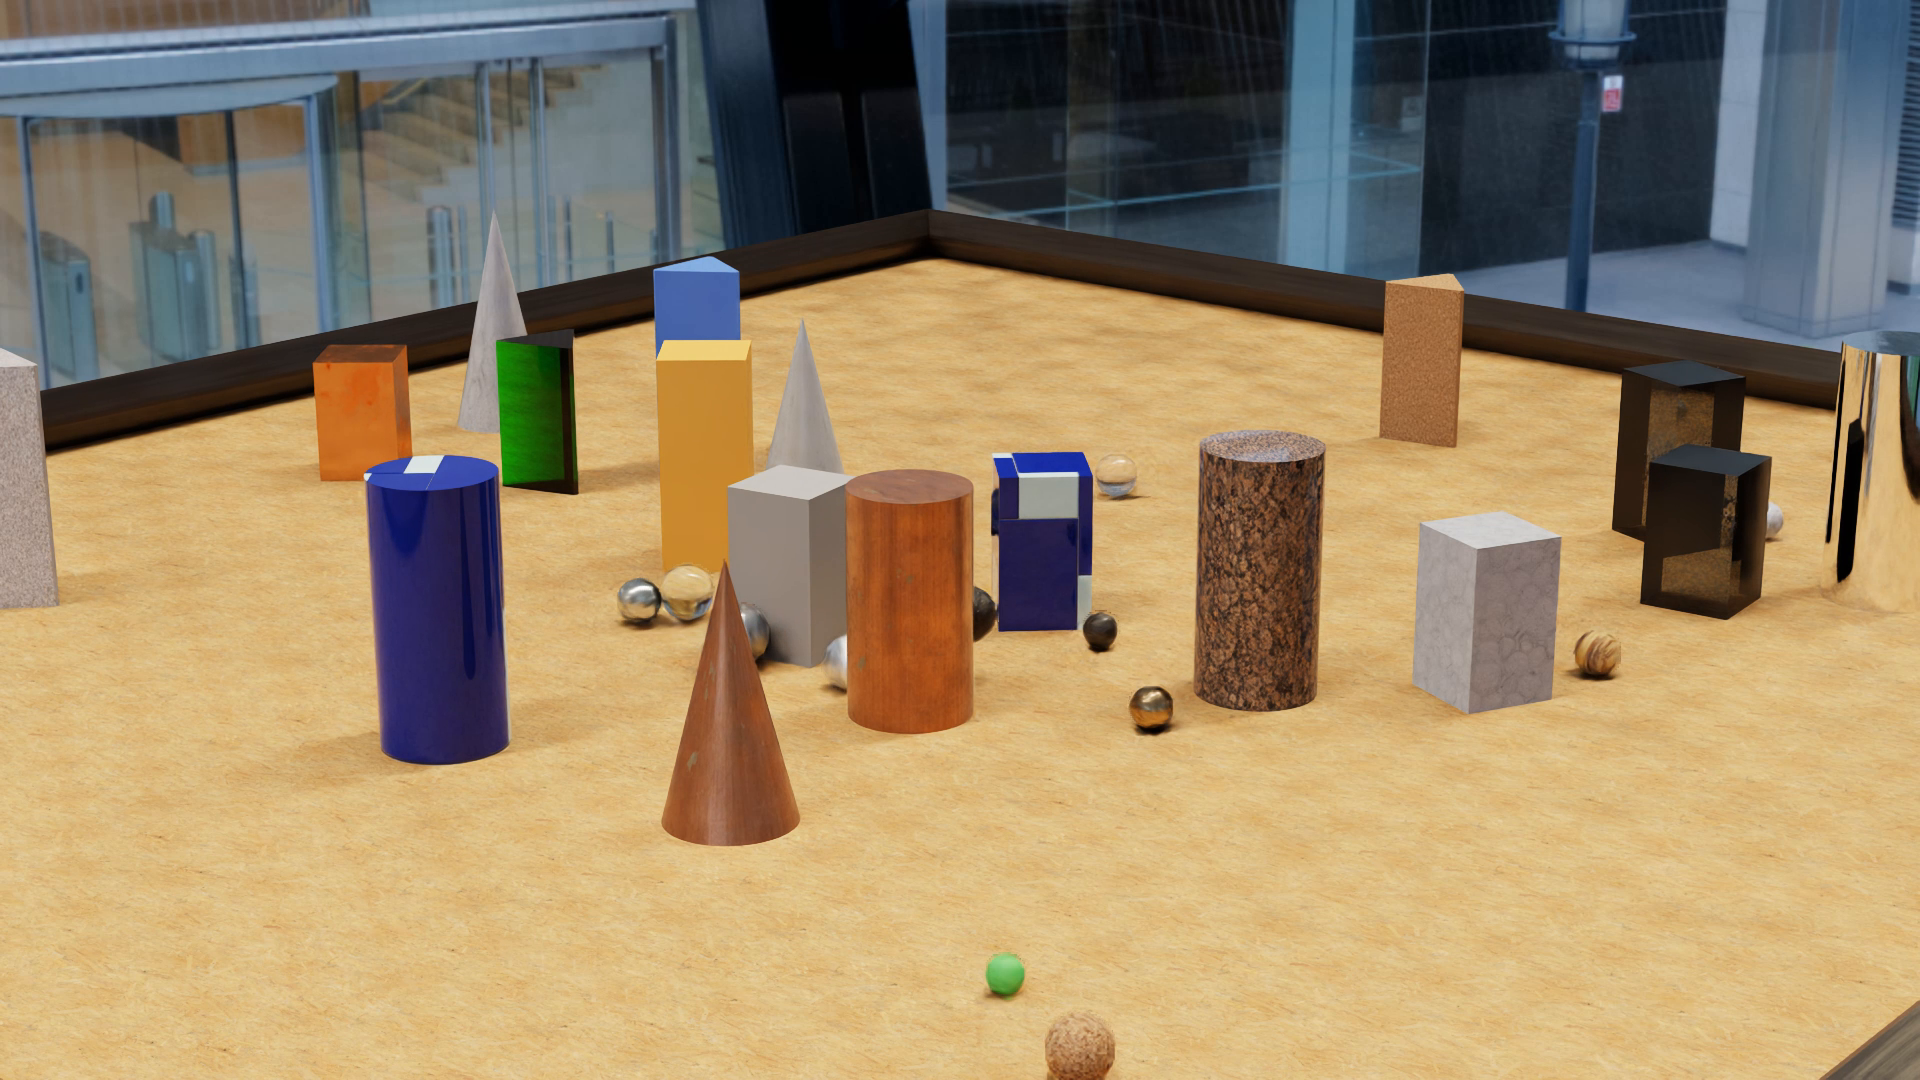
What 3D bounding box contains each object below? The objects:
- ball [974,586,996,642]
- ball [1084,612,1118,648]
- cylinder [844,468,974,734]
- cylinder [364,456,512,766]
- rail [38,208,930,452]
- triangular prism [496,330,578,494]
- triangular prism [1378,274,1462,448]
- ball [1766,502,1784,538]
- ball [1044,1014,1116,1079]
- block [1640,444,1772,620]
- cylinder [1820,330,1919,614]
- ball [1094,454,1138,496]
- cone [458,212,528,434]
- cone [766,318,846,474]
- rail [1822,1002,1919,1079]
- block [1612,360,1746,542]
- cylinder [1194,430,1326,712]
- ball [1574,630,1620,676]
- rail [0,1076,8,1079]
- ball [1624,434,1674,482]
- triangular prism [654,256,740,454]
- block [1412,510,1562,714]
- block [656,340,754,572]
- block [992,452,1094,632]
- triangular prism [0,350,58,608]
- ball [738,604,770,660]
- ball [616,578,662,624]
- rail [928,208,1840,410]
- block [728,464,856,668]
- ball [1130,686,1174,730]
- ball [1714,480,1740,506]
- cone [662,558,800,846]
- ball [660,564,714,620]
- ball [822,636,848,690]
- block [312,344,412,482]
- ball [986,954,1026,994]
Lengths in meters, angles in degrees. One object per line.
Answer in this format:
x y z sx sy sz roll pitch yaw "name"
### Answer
0.012 0.118 4.662 0.092 0.092 0.092 0 17 0 "ball"
0.233 0.149 4.854 0.058 0.058 0.058 0 17 0 "ball"
-0.077 0.093 4.510 0.196 0.365 0.196 0 17 0 "cylinder"
-0.777 0.103 4.375 0.196 0.423 0.196 0 17 0 "cylinder"
-1.534 -0.353 6.395 0.045 0.127 4.469 14 22 39 "rail"
-0.799 -0.258 5.797 0.170 0.294 0.147 7 18 22 "triangular prism"
0.992 -0.381 6.138 0.170 0.332 0.147 10 19 29 "triangular prism"
1.494 -0.038 5.450 0.072 0.072 0.072 0 17 0 "ball"
0.138 0.585 3.367 0.082 0.082 0.082 0 17 0 "ball"
1.288 -0.016 5.064 0.157 0.254 0.157 12 20 34 "block"
1.604 -0.118 5.059 0.196 0.453 0.196 0 17 0 "cylinder"
0.305 -0.127 5.725 0.084 0.084 0.084 0 17 0 "ball"
-0.979 -0.476 6.223 0.196 0.466 0.196 0 17 0 "cone"
-0.296 -0.234 5.553 0.196 0.389 0.196 0 17 0 "cone"
1.534 0.416 3.845 0.045 0.127 4.469 14 22 39 "rail"
1.331 -0.159 5.437 0.157 0.311 0.157 -8 19 -26 "block"
0.469 0.047 4.599 0.196 0.402 0.196 0 17 0 "cylinder"
1.026 0.182 4.721 0.073 0.073 0.073 0 17 0 "ball"
-1.449 0.514 3.522 4.111 0.127 0.045 14 22 39 "rail"
1.367 -0.163 5.819 0.098 0.098 0.098 0 17 0 "ball"
-0.512 -0.353 5.906 0.170 0.413 0.147 2 17 6 "triangular prism"
0.827 0.112 4.613 0.157 0.269 0.157 -8 18 -24 "block"
-0.455 -0.152 5.278 0.157 0.390 0.157 0 17 0 "block"
0.138 0.002 4.979 0.157 0.269 0.157 -1 17 -4 "block"
-1.655 -0.108 5.067 0.170 0.427 0.147 -3 17 -9 "triangular prism"
-0.357 0.153 4.754 0.097 0.097 0.097 0 17 0 "ball"
-0.544 0.103 4.963 0.076 0.076 0.076 0 17 0 "ball"
1.449 -0.450 6.718 4.111 0.127 0.045 14 22 39 "rail"
-0.270 0.041 4.821 0.157 0.284 0.157 9 19 29 "block"
0.293 0.256 4.484 0.068 0.068 0.068 0 17 0 "ball"
1.481 -0.091 5.667 0.048 0.048 0.048 0 17 0 "ball"
-0.323 0.209 4.085 0.196 0.388 0.196 0 17 0 "cone"
-0.465 0.089 4.992 0.094 0.094 0.094 0 17 0 "ball"
-0.174 0.194 4.653 0.088 0.088 0.088 0 17 0 "ball"
-1.196 -0.256 5.879 0.157 0.242 0.157 0 17 0 "block"
0.055 0.533 3.596 0.049 0.049 0.049 0 17 0 "ball"
